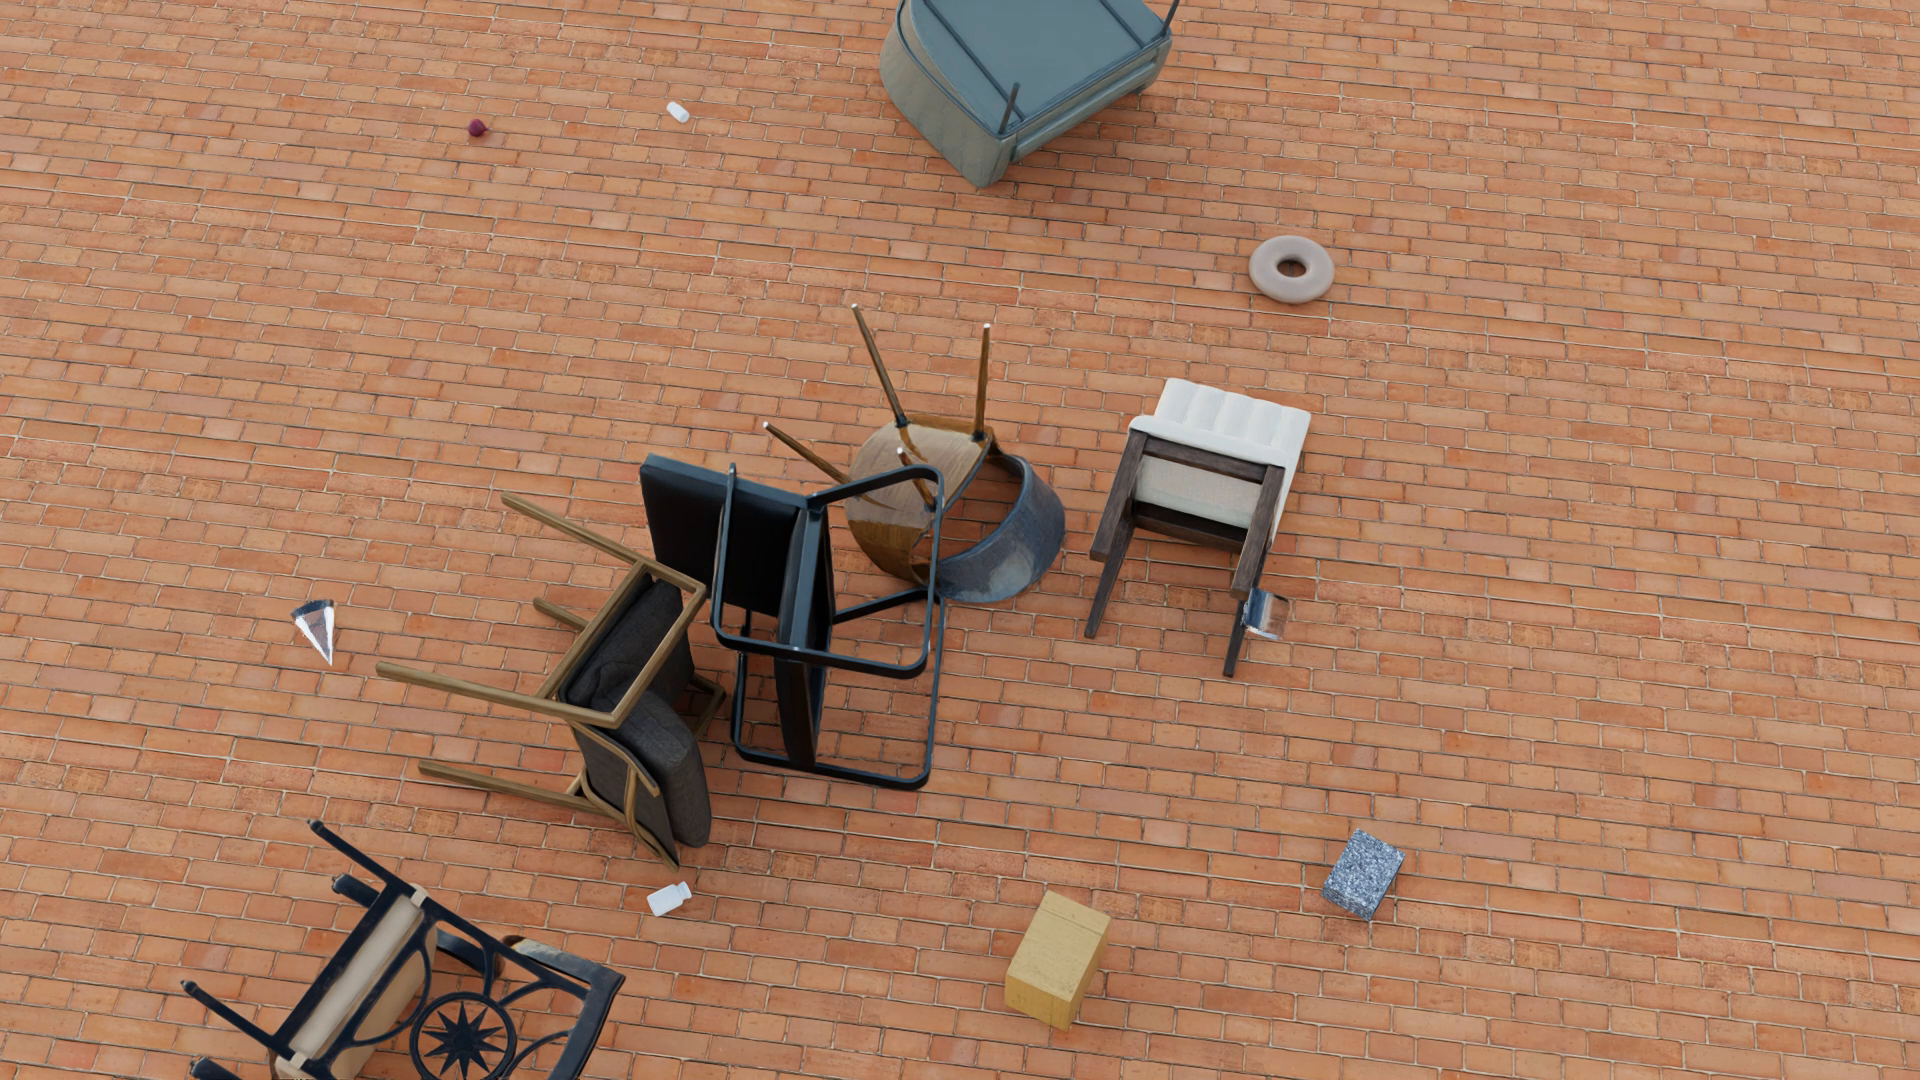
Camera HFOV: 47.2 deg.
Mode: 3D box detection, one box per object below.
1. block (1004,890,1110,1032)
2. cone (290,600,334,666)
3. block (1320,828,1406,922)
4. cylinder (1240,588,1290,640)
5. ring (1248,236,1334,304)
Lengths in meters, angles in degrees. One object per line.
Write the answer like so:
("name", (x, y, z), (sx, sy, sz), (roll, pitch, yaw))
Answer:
("block", (0.253, 1.094, 5.718), (0.179, 0.202, 0.258), (22, 59, 14))
("cone", (-1.847, 0.280, 6.361), (0.130, 0.083, 0.189), (-20, 71, -13))
("block", (1.086, 0.902, 5.924), (0.147, 0.074, 0.196), (28, 60, 17))
("cylinder", (0.878, 0.212, 6.317), (0.085, 0.186, 0.109), (4, 77, 42))
("ring", (1.074, -0.877, 7.118), (0.279, 0.074, 0.275), (18, 57, 13))
